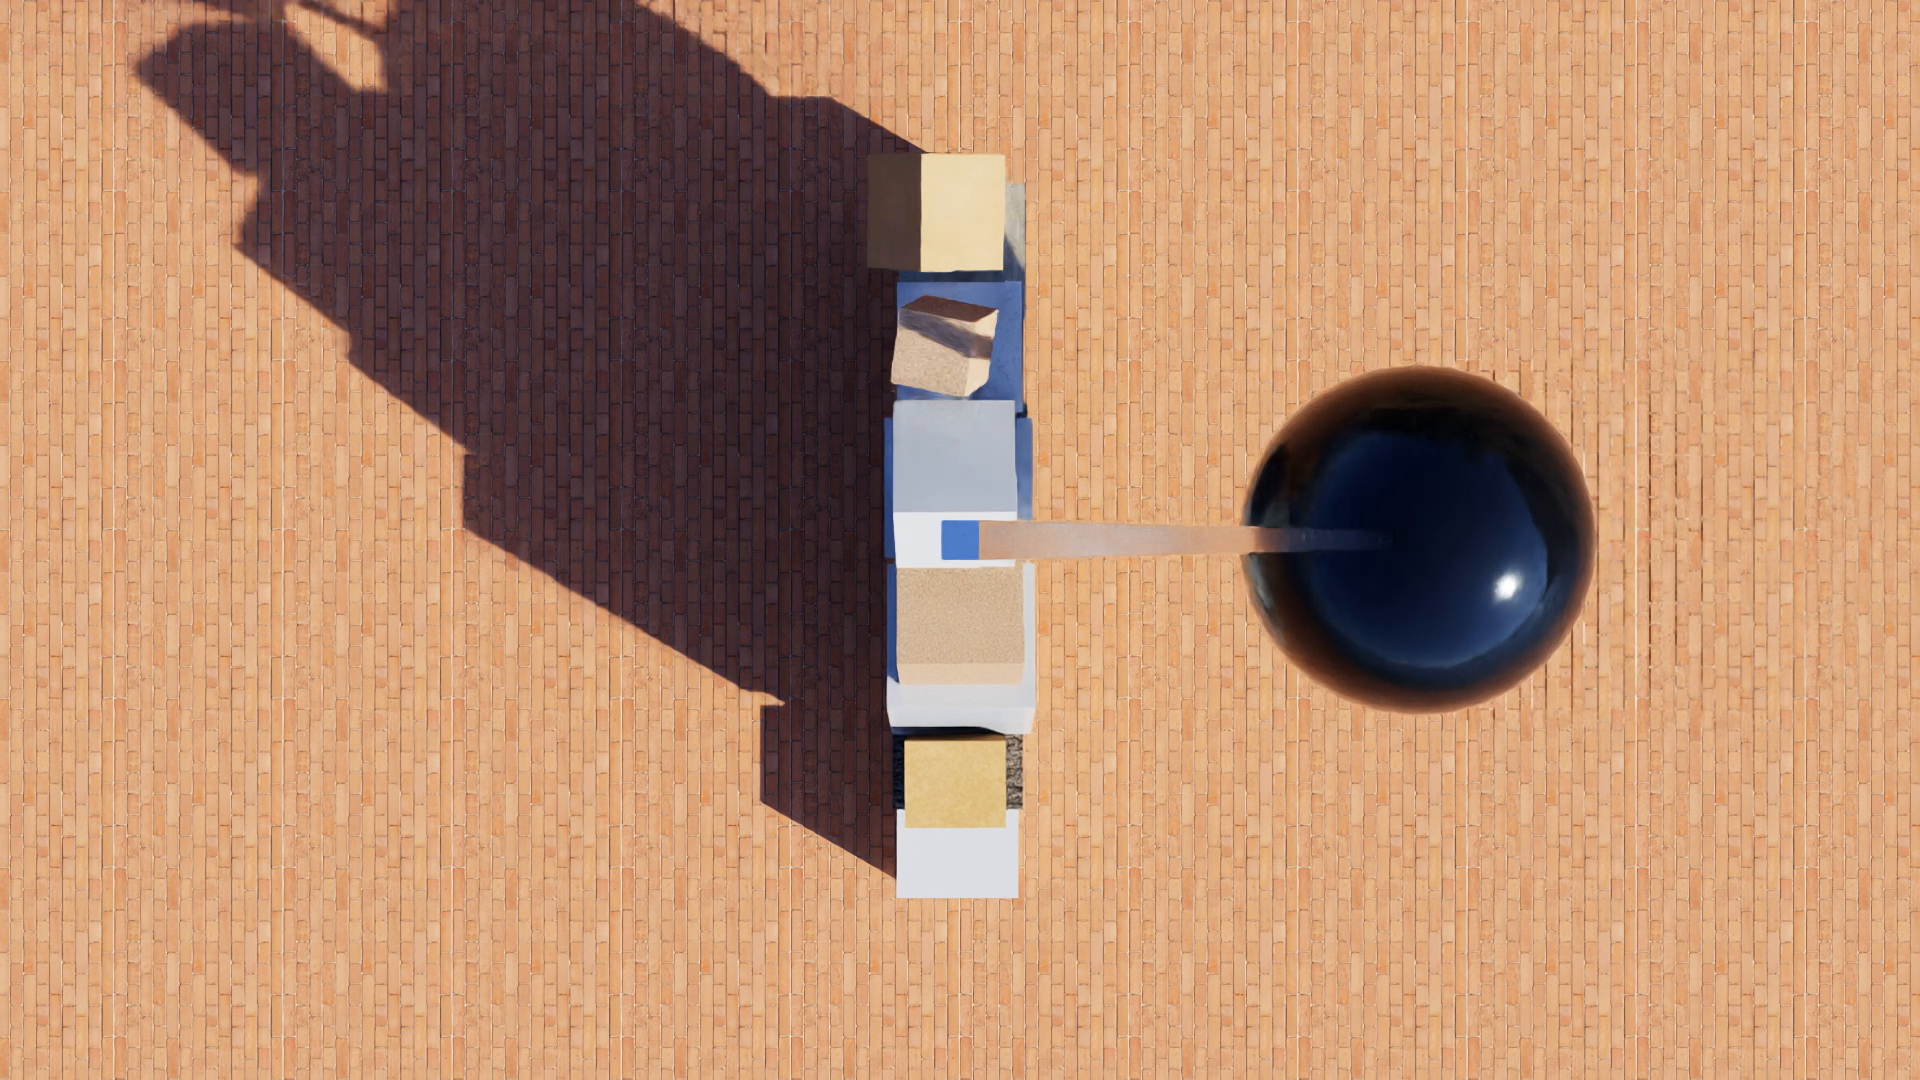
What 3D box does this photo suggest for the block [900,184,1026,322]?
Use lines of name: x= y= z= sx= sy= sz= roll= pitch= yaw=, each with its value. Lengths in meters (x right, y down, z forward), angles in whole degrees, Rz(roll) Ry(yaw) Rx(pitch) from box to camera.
block: x=0.016 y=-1.599 z=12.597 sx=0.697 sy=0.807 sz=0.754 roll=0 pitch=90 yaw=0

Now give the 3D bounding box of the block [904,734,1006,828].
block: x=-0.024 y=1.234 z=11.318 sx=0.510 sy=0.447 sz=0.440 roll=0 pitch=90 yaw=0

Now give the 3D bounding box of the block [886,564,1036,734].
block: x=0.006 y=0.565 z=11.146 sx=0.722 sy=0.847 sz=0.715 roll=0 pitch=76 yaw=0

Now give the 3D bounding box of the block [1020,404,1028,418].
block: x=0.017 y=-0.385 z=11.971 sx=0.680 sy=0.716 sz=0.677 roll=0 pitch=90 yaw=0

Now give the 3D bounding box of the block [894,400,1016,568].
block: x=-0.023 y=-0.252 z=10.069 sx=0.545 sy=0.551 sz=0.570 roll=-1 pitch=63 yaw=0

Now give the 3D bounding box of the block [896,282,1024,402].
block: x=-0.001 y=-1.046 z=11.882 sx=0.666 sy=0.626 sz=0.630 roll=0 pitch=91 yaw=0

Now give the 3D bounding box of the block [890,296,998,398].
block: x=-0.069 y=-0.875 z=9.899 sx=0.349 sy=0.385 sz=0.340 roll=13 pitch=108 yaw=13

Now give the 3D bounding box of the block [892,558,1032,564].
block: x=0.009 y=0.315 z=11.969 sx=0.734 sy=0.653 sz=0.705 roll=0 pitch=90 yaw=0

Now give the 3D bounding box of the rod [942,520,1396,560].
rod: x=0.899 y=0.000 z=6.838 sx=0.080 sy=5.200 sz=0.080 roll=0 pitch=90 yaw=20

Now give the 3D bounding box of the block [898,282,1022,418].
block: x=-0.001 y=-0.959 z=11.226 sx=0.617 sy=0.689 sz=0.649 roll=0 pitch=91 yaw=0

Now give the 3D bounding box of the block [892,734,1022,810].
block: x=-0.012 y=1.072 z=11.950 sx=0.684 sy=0.817 sz=0.685 roll=0 pitch=90 yaw=0

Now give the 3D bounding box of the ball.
ball: x=2.074 y=0.000 z=10.029 sx=1.600 sy=1.600 sz=1.600 roll=0 pitch=90 yaw=0

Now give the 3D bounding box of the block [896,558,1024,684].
block: x=0.001 y=0.308 z=10.486 sx=0.588 sy=0.556 sz=0.672 roll=0 pitch=76 yaw=0

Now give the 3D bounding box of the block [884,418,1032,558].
block: x=-0.006 y=-0.260 z=11.266 sx=0.736 sy=0.692 sz=0.694 roll=0 pitch=90 yaw=0

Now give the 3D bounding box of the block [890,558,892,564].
block: x=-0.006 y=0.388 z=12.648 sx=0.764 sy=0.704 sz=0.682 roll=0 pitch=90 yaw=0

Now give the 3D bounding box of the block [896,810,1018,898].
block: x=-0.014 y=1.733 z=12.704 sx=0.684 sy=0.591 sz=0.572 roll=0 pitch=90 yaw=0

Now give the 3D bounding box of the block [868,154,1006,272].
block: x=-0.112 y=-1.502 z=10.071 sx=0.445 sy=0.464 sz=0.518 roll=-6 pitch=101 yaw=-33
